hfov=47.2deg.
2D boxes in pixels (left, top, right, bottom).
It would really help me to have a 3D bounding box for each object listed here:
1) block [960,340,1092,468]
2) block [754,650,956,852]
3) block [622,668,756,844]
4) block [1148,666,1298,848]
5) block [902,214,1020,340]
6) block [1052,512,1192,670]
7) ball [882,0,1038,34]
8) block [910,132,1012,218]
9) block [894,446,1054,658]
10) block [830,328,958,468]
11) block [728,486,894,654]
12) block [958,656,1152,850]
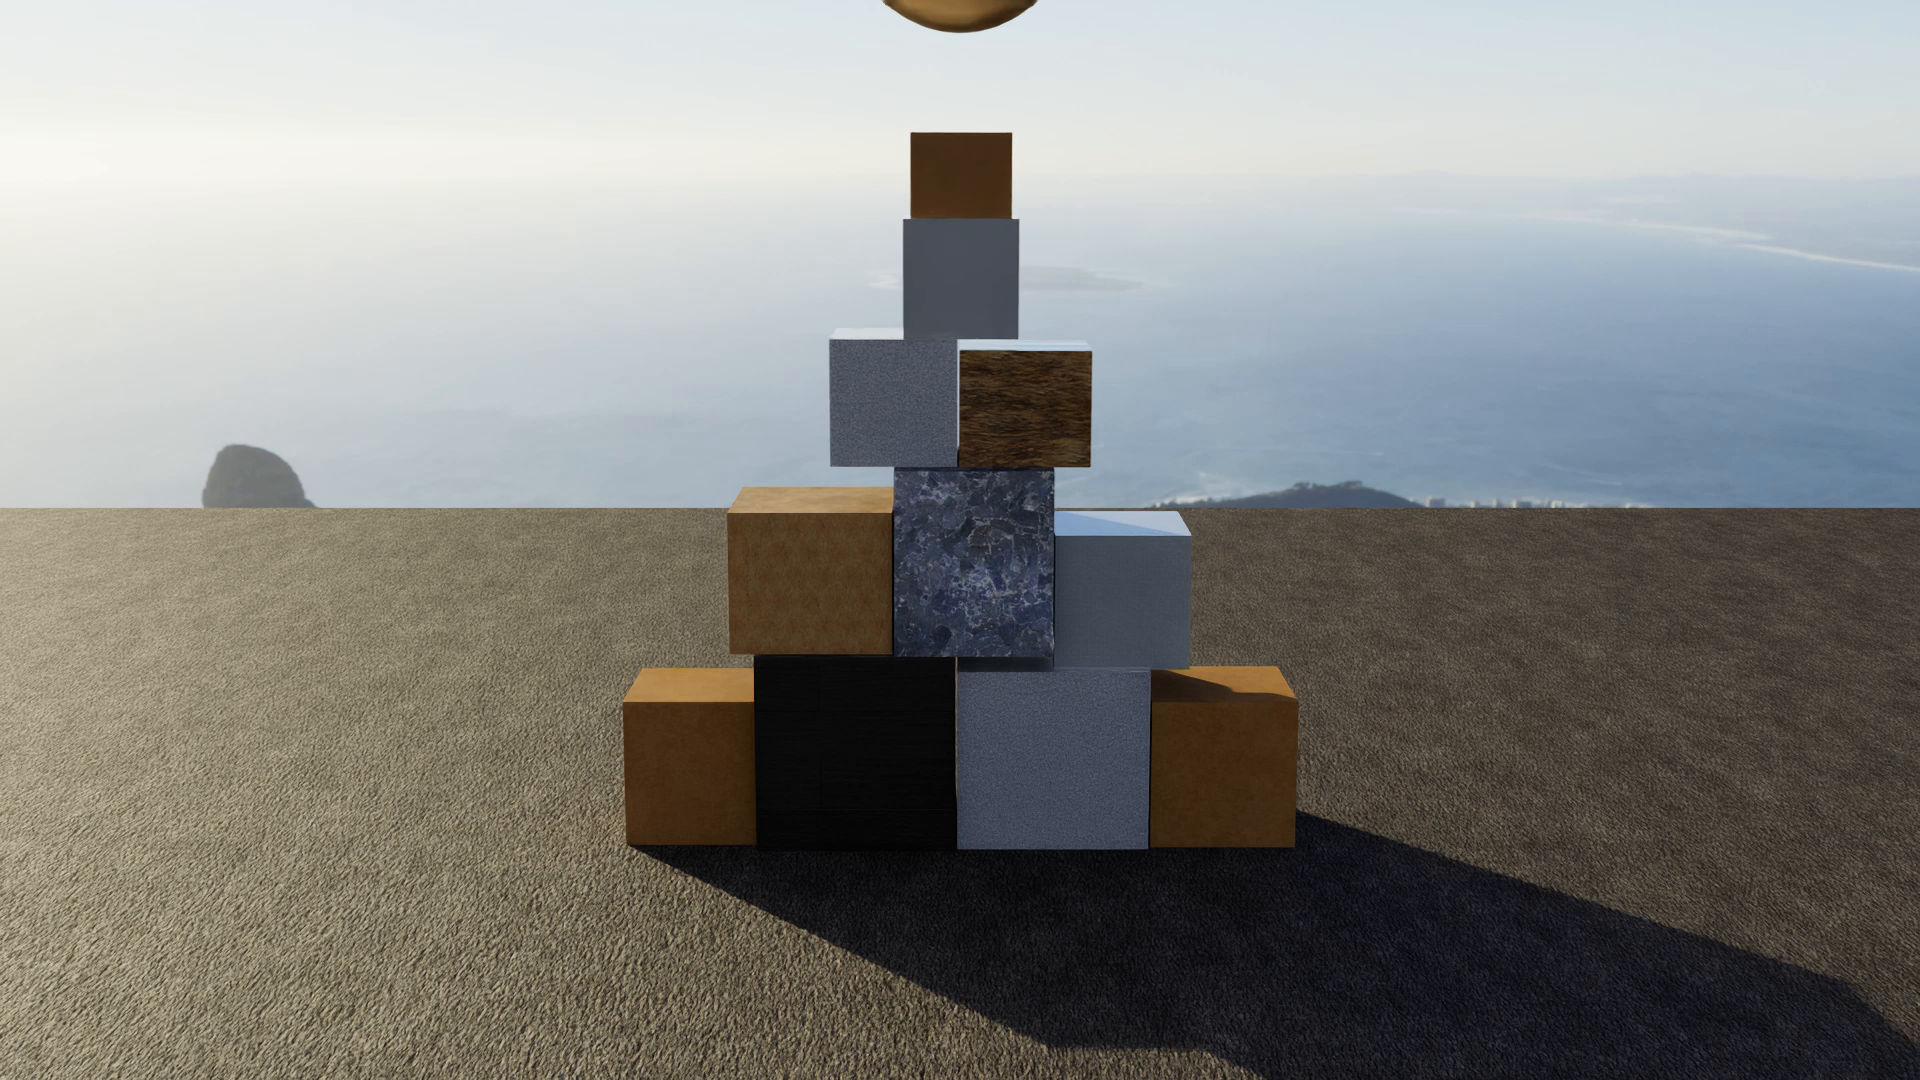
[{"bbox_3d":[0.320,-0.692,11.046,0.647,0.572,0.587,0,10,0],"label":"block"},{"bbox_3d":[-0.520,0.983,11.371,0.993,0.997,0.940,0,10,0],"label":"block"},{"bbox_3d":[-1.355,1.110,11.382,0.657,0.745,0.706,0,10,0],"label":"block"},{"bbox_3d":[1.319,1.108,11.368,0.729,0.752,0.759,0,10,0],"label":"block"},{"bbox_3d":[0.005,-1.315,10.938,0.561,0.580,0.610,0,10,0],"label":"block"},{"bbox_3d":[0.803,0.247,11.215,0.672,0.676,0.718,0,10,0],"label":"block"},{"bbox_3d":[0.000,-4.417,15.617,1.600,1.600,1.600,0,10,0],"label":"ball"},{"bbox_3d":[0.006,-1.800,10.835,0.493,0.410,0.420,0,10,0],"label":"block"},{"bbox_3d":[0.068,0.042,11.186,0.782,0.922,0.895,0,10,0],"label":"block"},{"bbox_3d":[-0.325,-0.726,11.068,0.624,0.628,0.653,0,10,0],"label":"block"},{"bbox_3d":[-0.737,0.143,11.223,0.805,0.709,0.825,0,10,0],"label":"block"},{"bbox_3d":[0.465,1.023,11.385,0.958,0.913,0.884,0,10,0],"label":"block"}]
